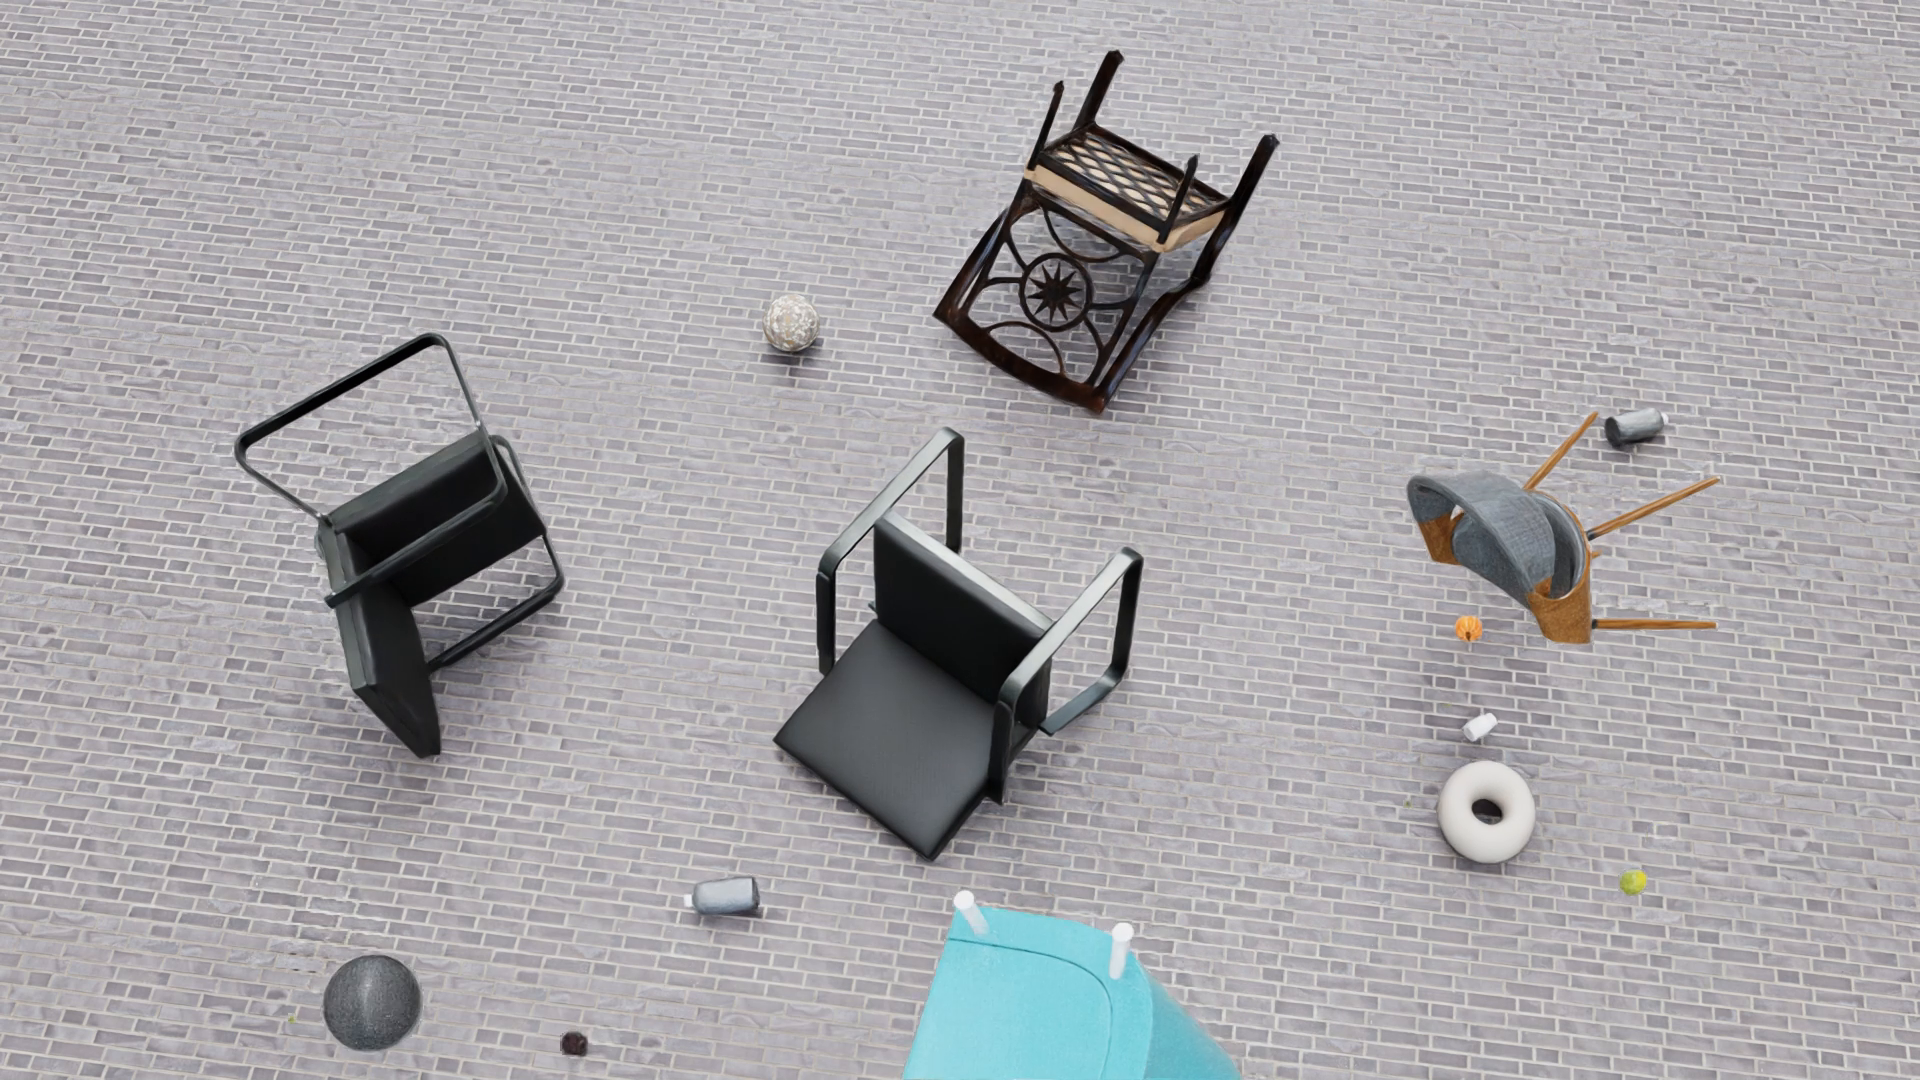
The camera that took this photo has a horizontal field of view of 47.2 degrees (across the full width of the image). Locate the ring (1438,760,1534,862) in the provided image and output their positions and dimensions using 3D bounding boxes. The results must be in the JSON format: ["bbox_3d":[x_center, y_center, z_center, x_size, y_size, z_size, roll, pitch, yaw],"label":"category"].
[{"bbox_3d":[1.434,0.740,5.990,0.259,0.144,0.284,4,59,5],"label":"ring"}]

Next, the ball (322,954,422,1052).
[{"bbox_3d":[-1.396,1.100,5.225,0.229,0.229,0.229,0,56,0],"label":"ball"}]

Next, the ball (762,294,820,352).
[{"bbox_3d":[-0.532,-0.683,6.923,0.182,0.182,0.182,0,56,0],"label":"ball"}]
